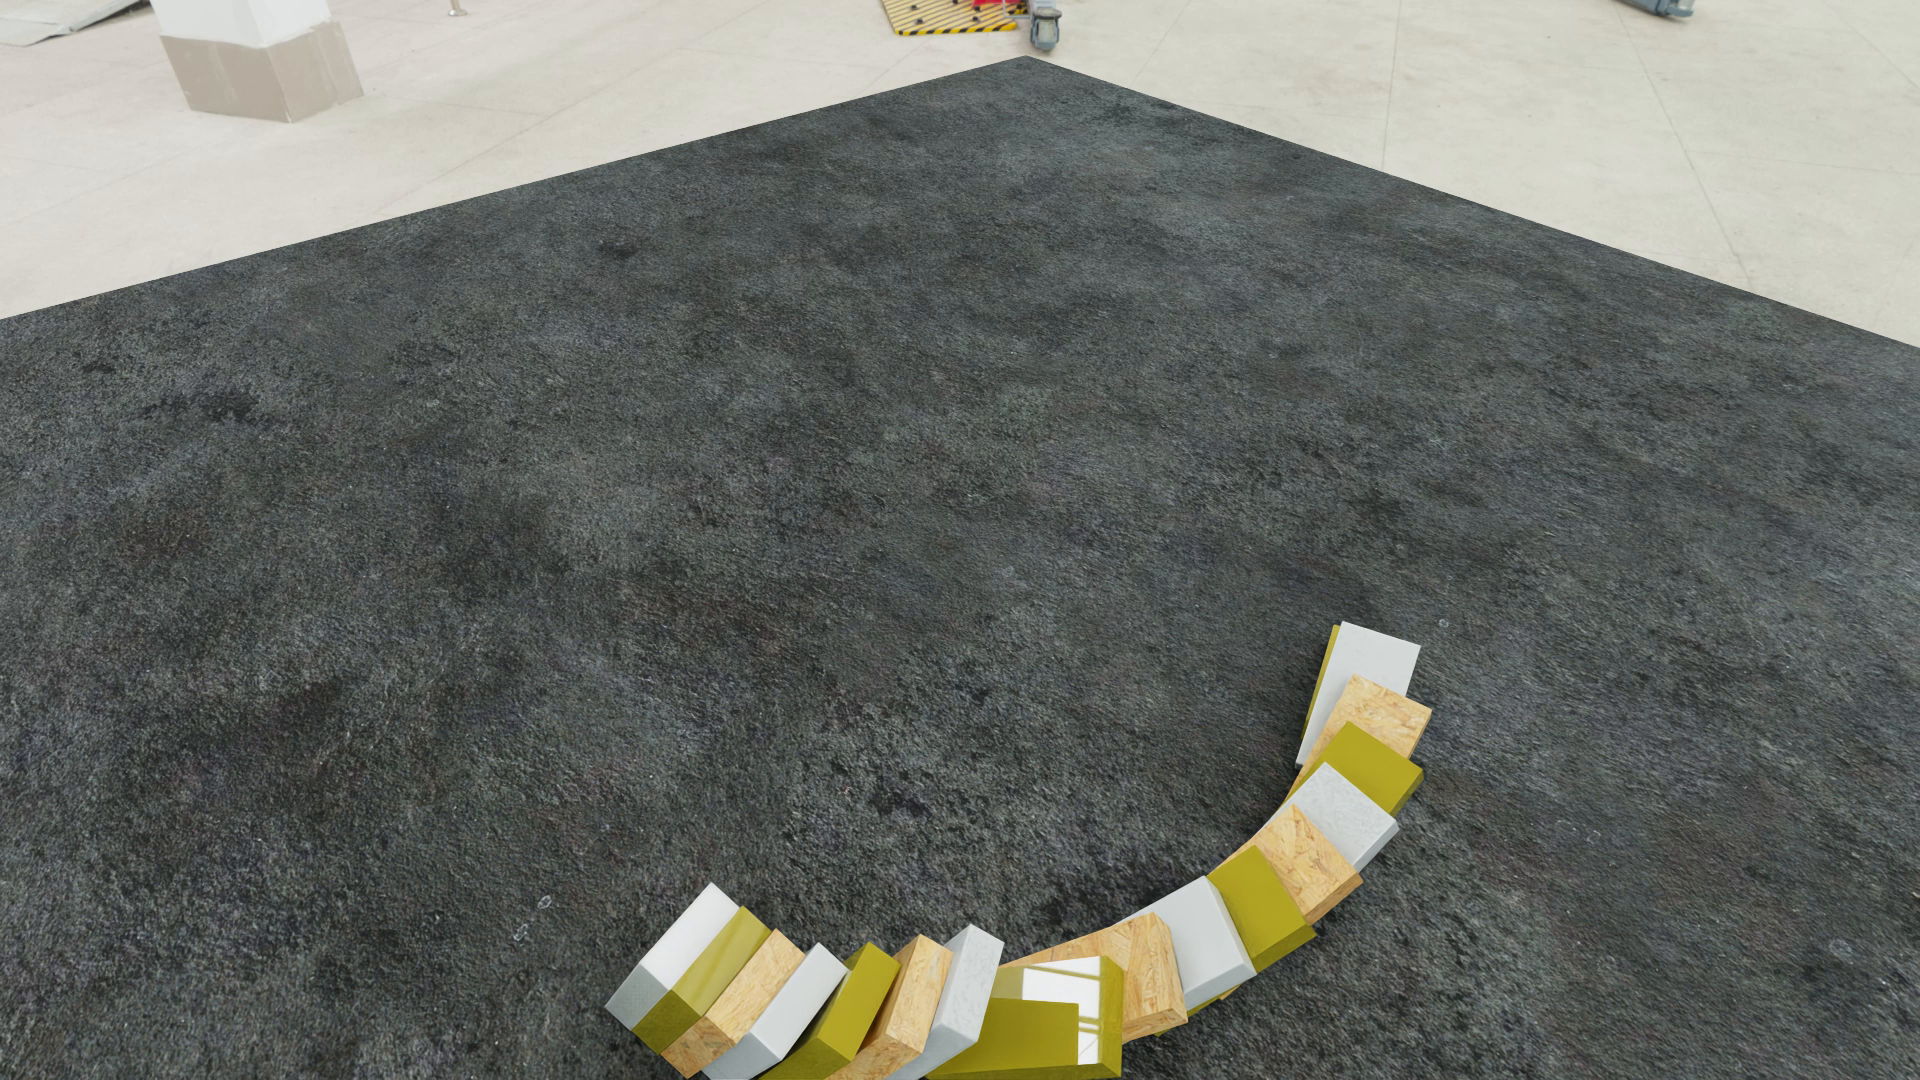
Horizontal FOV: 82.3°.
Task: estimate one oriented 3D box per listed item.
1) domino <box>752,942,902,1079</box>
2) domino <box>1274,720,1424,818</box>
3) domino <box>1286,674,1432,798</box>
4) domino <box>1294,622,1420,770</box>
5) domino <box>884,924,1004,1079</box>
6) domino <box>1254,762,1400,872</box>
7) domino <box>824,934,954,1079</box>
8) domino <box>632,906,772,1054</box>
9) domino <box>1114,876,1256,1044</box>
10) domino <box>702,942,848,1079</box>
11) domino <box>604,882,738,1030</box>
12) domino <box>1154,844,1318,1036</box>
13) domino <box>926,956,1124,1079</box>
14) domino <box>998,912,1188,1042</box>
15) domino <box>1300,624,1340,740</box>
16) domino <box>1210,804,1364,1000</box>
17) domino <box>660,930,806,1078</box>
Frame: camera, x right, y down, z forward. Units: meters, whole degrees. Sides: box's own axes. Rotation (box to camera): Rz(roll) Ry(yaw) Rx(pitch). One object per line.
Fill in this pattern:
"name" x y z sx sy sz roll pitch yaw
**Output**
"domino" -0.033 0.119 0.268 0.009 0.050 0.025 36 45 -2
"domino" 0.111 0.081 0.326 0.025 0.009 0.050 36 81 35
"domino" 0.122 0.069 0.340 0.025 0.009 0.050 26 76 28
"domino" 0.129 0.054 0.357 0.025 0.009 0.050 18 73 20
"domino" -0.008 0.117 0.270 0.009 0.050 0.025 31 42 -7
"domino" 0.097 0.091 0.313 0.050 0.010 0.025 -45 50 -3
"domino" -0.020 0.118 0.268 0.009 0.050 0.025 32 42 -6
"domino" -0.066 0.111 0.277 0.009 0.050 0.025 41 49 3
"domino" 0.049 0.112 0.287 0.050 0.010 0.025 -33 40 12
"domino" -0.046 0.118 0.269 0.009 0.050 0.025 41 49 3
"domino" -0.074 0.107 0.282 0.009 0.050 0.025 41 49 3
"domino" 0.066 0.107 0.293 0.050 0.010 0.025 -36 42 8
"domino" 0.016 0.120 0.274 0.050 0.009 0.025 -19 40 28
"domino" 0.031 0.116 0.281 0.050 0.010 0.025 -27 37 19
"domino" 0.136 0.052 0.380 0.025 0.010 0.050 17 42 19
"domino" 0.082 0.099 0.303 0.050 0.010 0.025 -40 47 1
"domino" -0.057 0.115 0.272 0.009 0.050 0.025 41 49 3
